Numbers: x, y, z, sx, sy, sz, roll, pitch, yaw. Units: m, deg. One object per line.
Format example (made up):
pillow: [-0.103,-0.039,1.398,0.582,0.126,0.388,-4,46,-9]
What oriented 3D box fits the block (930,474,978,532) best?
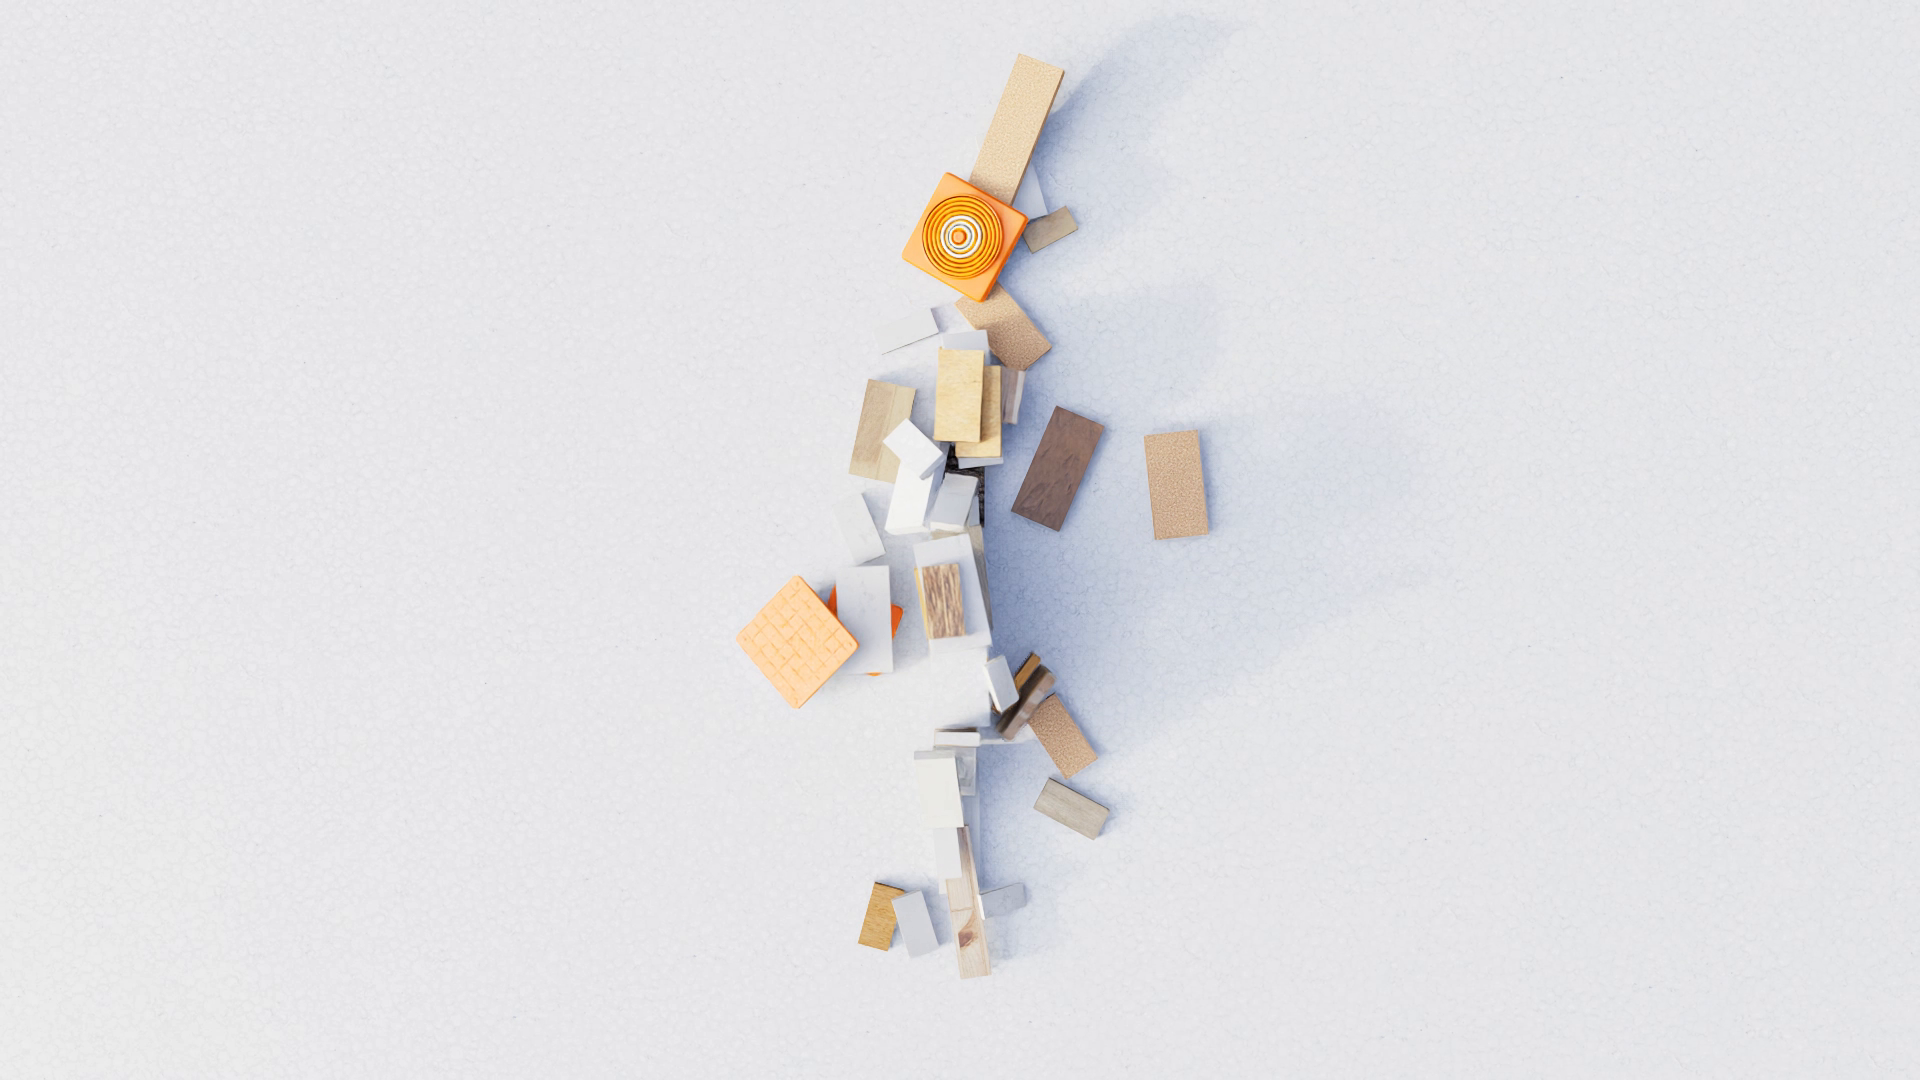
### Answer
block: [-0.018,-0.121,5.307,0.109,0.031,0.219,9,49,10]

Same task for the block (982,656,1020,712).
block: [0.129,0.454,5.229,0.080,0.023,0.159,-31,111,-32]

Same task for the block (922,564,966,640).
block: [-0.051,0.193,5.125,0.114,0.032,0.228,-6,79,-1]

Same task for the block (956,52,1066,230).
block: [0.166,-1.304,5.410,0.159,0.045,0.548,23,98,10]

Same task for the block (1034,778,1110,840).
block: [0.371,0.894,5.484,0.228,0.032,0.114,28,90,0]

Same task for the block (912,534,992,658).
block: [-0.024,0.173,5.171,0.179,0.051,0.357,-12,79,-2]

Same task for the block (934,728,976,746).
block: [-0.015,0.594,5.367,0.134,0.038,0.268,2,87,0]

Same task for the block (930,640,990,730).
block: [-0.003,0.409,5.232,0.179,0.051,0.371,-3,96,0]

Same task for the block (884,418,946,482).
block: [-0.148,-0.295,5.374,0.109,0.031,0.219,-45,52,0]

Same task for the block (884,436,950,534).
block: [-0.138,-0.179,5.377,0.161,0.046,0.321,-6,63,39]

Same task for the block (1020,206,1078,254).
block: [0.296,-1.032,5.488,0.174,0.025,0.087,-28,90,0]

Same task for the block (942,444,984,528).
block: [0.007,-0.190,5.439,0.148,0.042,0.297,0,74,0]

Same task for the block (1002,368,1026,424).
block: [0.157,-0.471,5.388,0.087,0.025,0.174,11,88,-5]

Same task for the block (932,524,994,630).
block: [0.008,0.129,5.299,0.161,0.046,0.341,-7,97,0]

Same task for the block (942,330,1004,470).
block: [0.041,-0.461,5.410,0.147,0.042,0.440,-8,90,-5]

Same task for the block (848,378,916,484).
block: [-0.258,-0.360,5.477,0.161,0.046,0.321,12,90,0]

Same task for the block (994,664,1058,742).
block: [0.217,0.535,5.433,0.037,0.130,0.259,37,90,-12]

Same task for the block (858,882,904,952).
block: [-0.262,1.252,5.485,0.103,0.029,0.207,15,90,0]

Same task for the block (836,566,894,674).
block: [-0.314,0.261,5.426,0.174,0.049,0.348,-2,91,-1]

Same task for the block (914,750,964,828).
block: [-0.066,0.801,5.293,0.130,0.037,0.337,-3,131,4]

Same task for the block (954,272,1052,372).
block: [0.143,-0.711,5.477,0.159,0.045,0.318,-40,90,0]

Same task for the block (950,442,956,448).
block: [-0.005,-0.392,5.463,0.084,0.024,0.168,-13,74,-4]

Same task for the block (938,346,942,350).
block: [-0.008,-0.568,5.462,0.084,0.024,0.168,-14,75,-5]

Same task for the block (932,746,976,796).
block: [-0.018,0.747,5.337,0.137,0.274,0.039,1,55,1]

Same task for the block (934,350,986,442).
block: [-0.001,-0.464,5.321,0.147,0.042,0.293,3,90,8]

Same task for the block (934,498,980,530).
block: [-0.009,0.013,5.354,0.148,0.042,0.297,-3,87,0]

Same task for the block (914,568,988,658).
block: [-0.025,0.251,5.265,0.179,0.051,0.357,-11,96,1]

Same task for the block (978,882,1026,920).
block: [0.139,1.193,5.454,0.159,0.023,0.080,-11,90,-27]

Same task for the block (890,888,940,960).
block: [-0.149,1.272,5.467,0.103,0.029,0.207,-18,96,-9]

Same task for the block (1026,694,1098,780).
block: [0.333,0.652,5.482,0.130,0.037,0.259,-34,90,0]

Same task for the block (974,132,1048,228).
block: [0.170,-1.209,5.477,0.159,0.045,0.318,-16,90,0]

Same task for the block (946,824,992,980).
block: [0.015,1.194,5.447,0.104,0.029,0.498,-9,90,0]

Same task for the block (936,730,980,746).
block: [-0.008,0.624,5.209,0.137,0.274,0.039,2,85,0]

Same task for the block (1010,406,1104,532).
block: [0.323,-0.236,5.475,0.174,0.049,0.380,23,90,0]

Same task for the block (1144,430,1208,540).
block: [0.717,-0.182,5.475,0.174,0.049,0.348,-6,90,0]

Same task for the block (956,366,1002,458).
block: [0.061,-0.416,5.354,0.147,0.042,0.293,0,89,8]

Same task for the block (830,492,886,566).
block: [-0.337,-0.036,5.485,0.109,0.031,0.219,-23,90,0]

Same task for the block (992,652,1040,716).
block: [0.185,0.473,5.443,0.032,0.114,0.228,37,90,1]

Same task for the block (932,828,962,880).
block: [-0.047,0.976,5.412,0.080,0.023,0.268,-8,75,3]

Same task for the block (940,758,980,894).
block: [-0.003,0.949,5.481,0.137,0.039,0.443,-1,90,0]

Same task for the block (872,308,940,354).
block: [-0.181,-0.694,5.488,0.206,0.025,0.087,-21,90,0]
